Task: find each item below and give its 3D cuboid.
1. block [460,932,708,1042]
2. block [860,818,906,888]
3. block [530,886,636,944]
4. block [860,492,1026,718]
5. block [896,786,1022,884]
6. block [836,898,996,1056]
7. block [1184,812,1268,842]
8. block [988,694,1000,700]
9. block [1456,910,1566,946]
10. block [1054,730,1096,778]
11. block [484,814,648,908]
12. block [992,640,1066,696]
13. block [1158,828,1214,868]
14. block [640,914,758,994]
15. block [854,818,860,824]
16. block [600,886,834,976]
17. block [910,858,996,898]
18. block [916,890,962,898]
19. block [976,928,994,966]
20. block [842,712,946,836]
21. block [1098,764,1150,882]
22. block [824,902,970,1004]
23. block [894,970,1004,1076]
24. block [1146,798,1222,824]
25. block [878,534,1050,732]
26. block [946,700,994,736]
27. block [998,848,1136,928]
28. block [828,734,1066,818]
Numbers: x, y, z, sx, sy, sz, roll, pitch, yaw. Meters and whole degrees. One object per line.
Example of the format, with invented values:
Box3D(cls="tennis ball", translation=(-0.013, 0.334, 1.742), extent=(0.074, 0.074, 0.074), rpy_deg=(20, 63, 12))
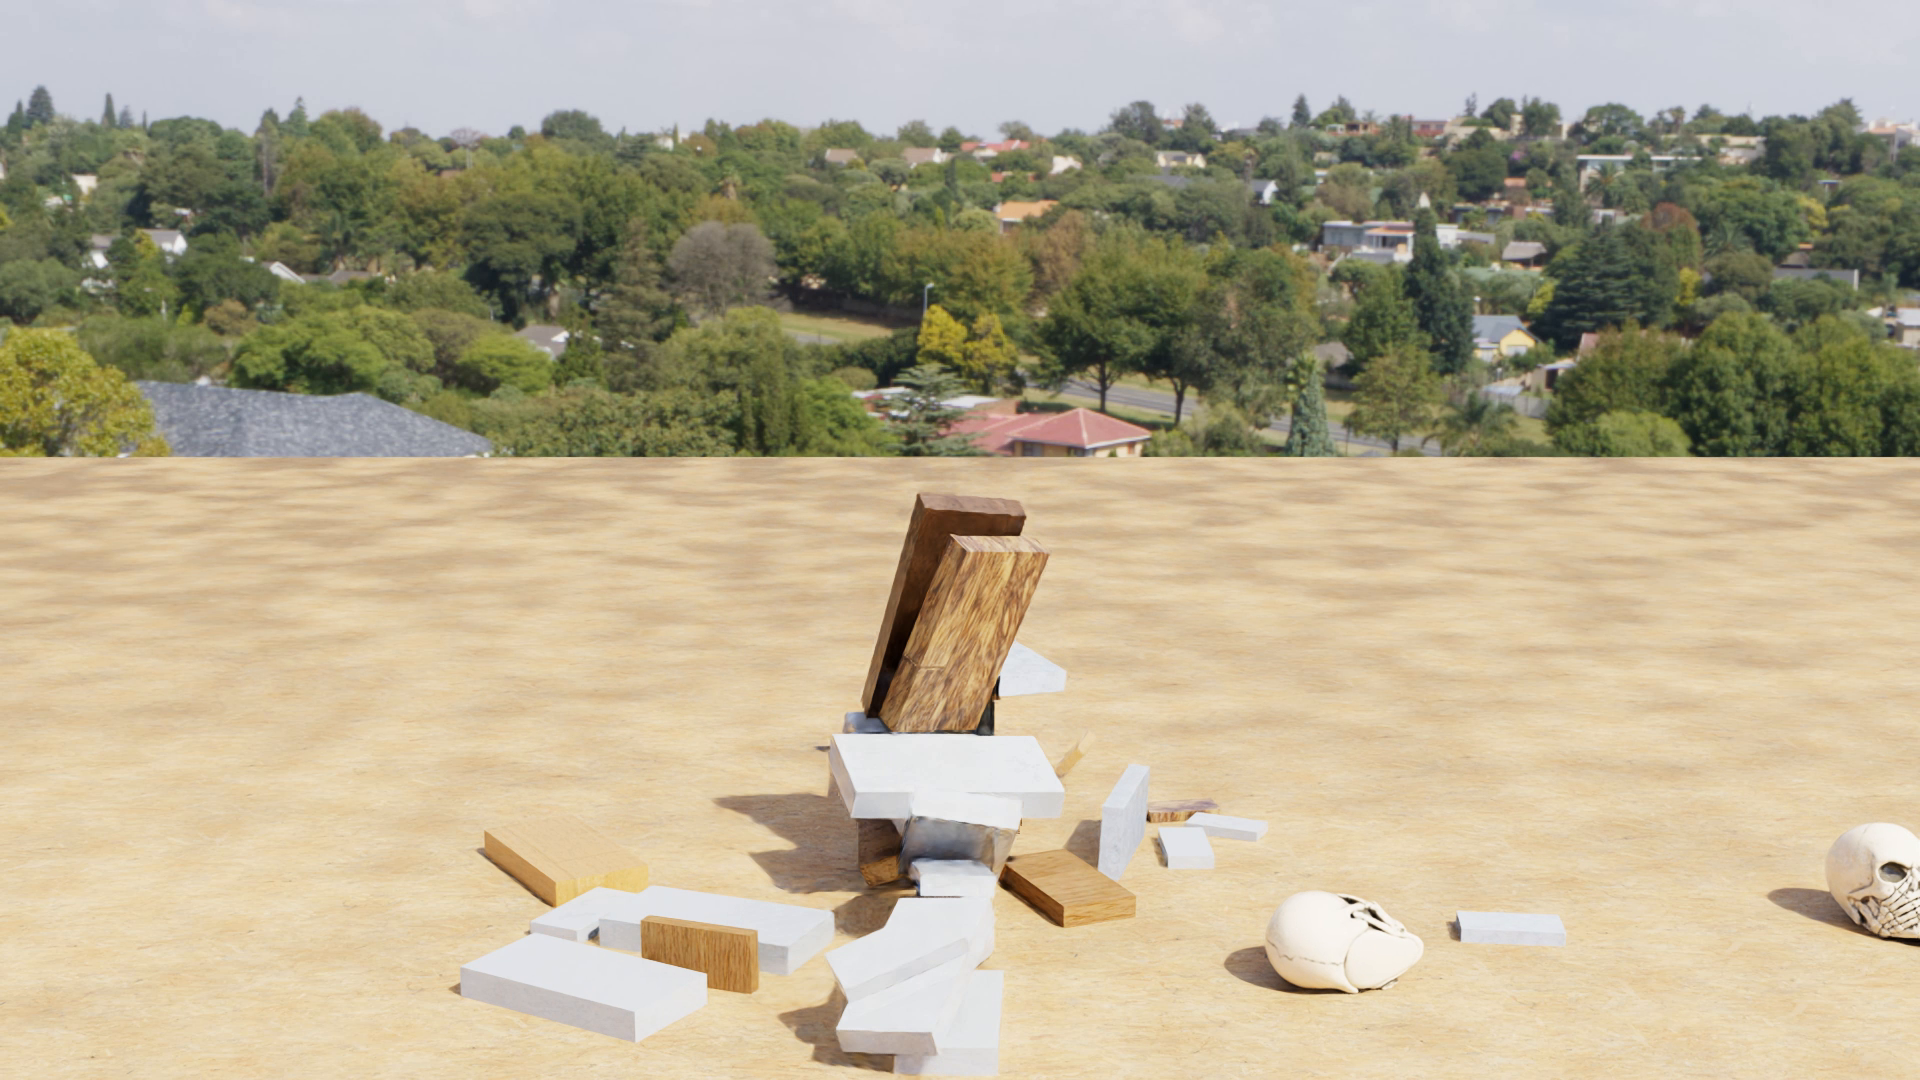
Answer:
Box3D(cls="block", translation=(-0.551, 0.651, 3.215), extent=(0.328, 0.046, 0.164), rpy_deg=(6, 12, 30))
Box3D(cls="block", translation=(-0.090, 0.465, 3.784), extent=(0.162, 0.046, 0.323), rpy_deg=(-21, 24, 7))
Box3D(cls="block", translation=(-0.597, 0.603, 3.530), extent=(0.091, 0.026, 0.182), rpy_deg=(5, 12, 26))
Box3D(cls="block", translation=(-0.032, 0.120, 3.763), extent=(0.179, 0.432, 0.051), rpy_deg=(4, 32, -20))
Box3D(cls="block", translation=(-0.005, 0.467, 3.436), extent=(0.162, 0.046, 0.323), rpy_deg=(8, -25, -2))
Box3D(cls="block", translation=(-0.058, 0.601, 3.053), extent=(0.140, 0.040, 0.280), rpy_deg=(-3, 29, 21))
Box3D(cls="block", translation=(0.483, 0.521, 3.990), extent=(0.136, 0.019, 0.068), rpy_deg=(5, 12, 24))
Box3D(cls="block", translation=(-0.001, 0.234, 4.045), extent=(0.136, 0.039, 0.273), rpy_deg=(2, 13, -2))
Box3D(cls="block", translation=(0.870, 0.614, 3.477), extent=(0.160, 0.023, 0.080), rpy_deg=(1, 11, 7))
Box3D(cls="block", translation=(0.230, 0.425, 4.383), extent=(0.019, 0.068, 0.136), rpy_deg=(45, 17, 3))
Box3D(cls="block", translation=(-0.678, 0.548, 3.769), extent=(0.164, 0.046, 0.328), rpy_deg=(-7, 12, -32))
Box3D(cls="block", translation=(0.071, 0.221, 3.944), extent=(0.130, 0.037, 0.259), rpy_deg=(-3, 14, -25))
Box3D(cls="block", translation=(0.397, 0.541, 3.870), extent=(0.080, 0.023, 0.160), rpy_deg=(0, 11, -1))
Box3D(cls="block", translation=(-0.388, 0.617, 3.275), extent=(0.182, 0.091, 0.026), rpy_deg=(4, 11, 20))
Box3D(cls="block", translation=(-0.125, 0.499, 3.959), extent=(0.080, 0.023, 0.160), rpy_deg=(49, 25, 10))
Box3D(cls="block", translation=(-0.379, 0.609, 3.442), extent=(0.328, 0.046, 0.164), rpy_deg=(4, 11, 22))
Box3D(cls="block", translation=(-0.014, 0.511, 3.327), extent=(0.109, 0.031, 0.219), rpy_deg=(3, -2, -6))
Box3D(cls="block", translation=(-0.010, 0.564, 3.506), extent=(0.109, 0.031, 0.219), rpy_deg=(3, -10, 3))
Box3D(cls="block", translation=(-0.042, 0.611, 3.279), extent=(0.140, 0.040, 0.280), rpy_deg=(2, -2, 10))
Box3D(cls="block", translation=(-0.073, 0.394, 3.740), extent=(0.162, 0.046, 0.323), rpy_deg=(0, 27, -23))
Box3D(cls="block", translation=(0.287, 0.491, 3.844), extent=(0.037, 0.130, 0.259), rpy_deg=(6, 12, 14))
Box3D(cls="block", translation=(-0.087, 0.572, 3.048), extent=(0.182, 0.026, 0.091), rpy_deg=(-22, 29, -13))
Box3D(cls="block", translation=(-0.012, 0.676, 3.097), extent=(0.140, 0.040, 0.280), rpy_deg=(0, 11, 3))
Box3D(cls="block", translation=(0.411, 0.503, 4.085), extent=(0.136, 0.019, 0.068), rpy_deg=(-2, 11, -11))
Box3D(cls="block", translation=(0.006, 0.159, 3.681), extent=(0.179, 0.357, 0.051), rpy_deg=(2, 31, -39))
Box3D(cls="block", translation=(-0.007, 0.410, 3.968), extent=(0.136, 0.273, 0.039), rpy_deg=(0, -24, 0))
Box3D(cls="block", translation=(0.174, 0.575, 3.647), extent=(0.130, 0.037, 0.259), rpy_deg=(-5, 11, -23))
Box3D(cls="block", translation=(-0.024, 0.391, 3.649), extent=(0.357, 0.051, 0.179), rpy_deg=(2, 26, -18))
